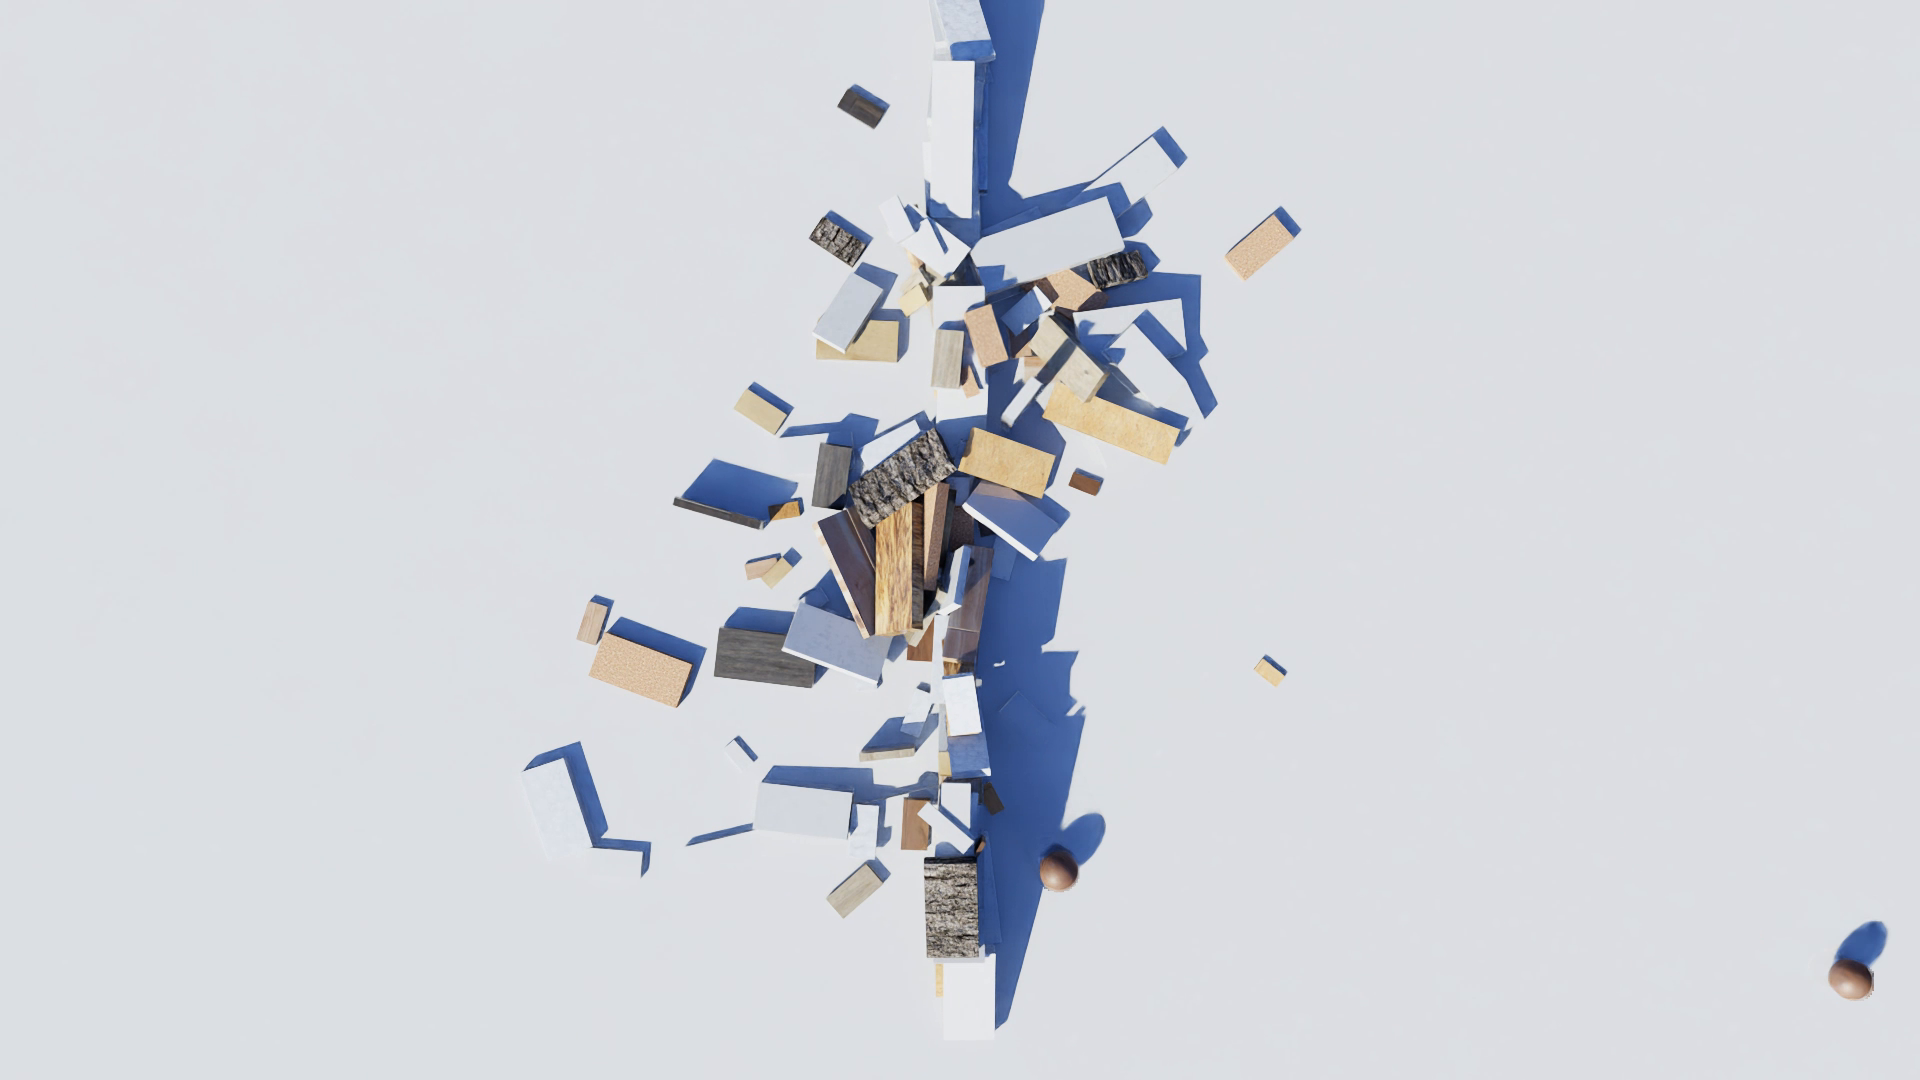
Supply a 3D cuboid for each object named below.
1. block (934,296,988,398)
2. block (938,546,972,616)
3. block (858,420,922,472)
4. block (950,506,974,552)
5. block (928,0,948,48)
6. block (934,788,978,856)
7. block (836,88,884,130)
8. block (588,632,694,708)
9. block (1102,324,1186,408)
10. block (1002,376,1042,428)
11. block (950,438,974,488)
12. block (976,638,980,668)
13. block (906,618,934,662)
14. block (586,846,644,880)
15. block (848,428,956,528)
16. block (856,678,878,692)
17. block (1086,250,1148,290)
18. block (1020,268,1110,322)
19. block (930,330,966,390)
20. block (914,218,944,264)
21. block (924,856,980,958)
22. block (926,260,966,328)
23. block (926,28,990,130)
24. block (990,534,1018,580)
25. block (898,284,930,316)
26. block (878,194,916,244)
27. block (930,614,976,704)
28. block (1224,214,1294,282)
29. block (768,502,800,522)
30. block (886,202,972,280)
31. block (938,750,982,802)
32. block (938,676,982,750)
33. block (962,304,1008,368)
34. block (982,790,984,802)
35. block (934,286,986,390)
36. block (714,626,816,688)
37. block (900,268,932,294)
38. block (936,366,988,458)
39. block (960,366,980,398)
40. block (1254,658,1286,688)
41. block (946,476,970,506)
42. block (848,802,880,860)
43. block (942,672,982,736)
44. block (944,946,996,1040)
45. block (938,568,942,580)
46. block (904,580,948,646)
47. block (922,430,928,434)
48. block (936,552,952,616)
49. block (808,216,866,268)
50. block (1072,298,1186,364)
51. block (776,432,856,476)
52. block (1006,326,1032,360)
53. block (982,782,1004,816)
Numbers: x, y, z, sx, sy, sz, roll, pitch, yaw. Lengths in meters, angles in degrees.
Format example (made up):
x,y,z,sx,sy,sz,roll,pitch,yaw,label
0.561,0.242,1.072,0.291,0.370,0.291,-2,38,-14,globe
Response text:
x,y,z,sx,sy,sz,roll,pitch,yaw,label
0.001,-0.635,5.425,0.165,0.047,0.330,2,108,0,block
-0.019,0.132,5.358,0.030,0.105,0.211,24,59,-24,block
-0.221,-0.302,5.485,0.214,0.030,0.107,-27,90,0,block
0.006,-0.035,5.471,0.078,0.022,0.156,-2,104,0,block
-0.034,-1.763,5.445,0.136,0.039,0.273,-9,76,-2,block
-0.012,0.917,5.223,0.123,0.035,0.247,4,91,0,block
-0.330,-1.434,5.490,0.142,0.020,0.071,31,90,0,block
-1.059,0.431,5.478,0.309,0.044,0.154,20,90,0,block
0.605,-0.571,5.405,0.129,0.037,0.258,-45,102,0,block
0.198,-0.446,5.352,0.042,0.296,0.148,37,90,0,block
0.019,-0.251,5.452,0.078,0.022,0.156,14,114,-5,block
-0.011,0.373,5.437,0.143,0.040,0.285,5,72,1,block
-0.127,0.311,5.487,0.091,0.026,0.183,3,90,0,block
-1.149,1.074,5.487,0.182,0.026,0.091,5,90,0,block
-0.190,-0.201,5.389,0.351,0.050,0.176,-34,46,11,block
-0.317,0.435,5.491,0.067,0.019,0.134,-7,90,0,block
0.522,-0.893,5.452,0.185,0.026,0.092,-15,76,-16,block
0.347,-0.820,5.451,0.268,0.038,0.134,34,90,0,block
-0.038,-0.581,5.298,0.092,0.026,0.184,6,94,10,block
-0.105,-0.967,5.333,0.064,0.018,0.128,-25,94,9,block
-0.026,1.163,5.222,0.167,0.047,0.333,-1,107,2,block
-0.044,-0.835,5.442,0.125,0.035,0.250,-6,109,-1,block
-0.005,-1.527,5.430,0.175,0.049,0.349,5,75,1,block
0.146,0.048,5.489,0.081,0.023,0.161,16,90,0,block
-0.152,-0.792,5.446,0.018,0.128,0.064,-27,90,-41,block
-0.203,-1.036,5.331,0.071,0.020,0.142,-29,77,17,block
-0.018,0.391,5.363,0.143,0.040,0.285,3,85,0,block
0.993,-0.970,5.485,0.214,0.030,0.107,-41,90,0,block
-0.585,-0.096,5.493,0.101,0.014,0.050,-9,90,0,block
-0.101,-0.971,5.359,0.250,0.035,0.125,37,100,0,block
0.003,0.822,5.340,0.139,0.039,0.278,-1,91,0,block
0.000,0.589,5.437,0.139,0.039,0.278,1,71,0,block
0.082,-0.654,5.301,0.092,0.026,0.185,-20,97,-8,block
0.004,0.752,5.424,0.139,0.039,0.278,-1,71,0,block
-0.003,-0.653,5.337,0.165,0.047,0.330,0,94,0,block
-0.642,0.389,5.469,0.329,0.047,0.164,7,94,1,block
-0.146,-0.840,5.443,0.018,0.128,0.064,-30,86,-39,block
0.007,-0.439,5.432,0.165,0.047,0.330,2,106,0,block
0.027,-0.508,5.318,0.048,0.014,0.095,-21,94,1,block
1.030,0.443,5.493,0.095,0.014,0.048,39,90,0,block
-0.010,-0.135,5.468,0.078,0.022,0.156,1,106,0,block
-0.319,0.964,5.462,0.089,0.025,0.177,4,90,0,block
0.006,0.522,5.246,0.099,0.028,0.199,-8,110,1,block
0.030,1.489,5.419,0.168,0.048,0.336,0,110,0,block
-0.105,0.109,5.461,0.099,0.014,0.050,11,90,43,block
-0.117,0.234,5.394,0.030,0.105,0.211,24,107,-24,block
-0.106,-0.314,5.463,0.048,0.014,0.095,4,84,-10,block
-0.003,0.185,5.445,0.143,0.040,0.285,4,76,0,block
-0.407,-0.991,5.488,0.173,0.024,0.086,34,90,0,block
0.560,-0.683,5.432,0.356,0.050,0.178,-9,98,-10,block
-0.478,-0.287,5.482,0.247,0.035,0.124,-6,90,0,block
0.194,-0.678,5.490,0.071,0.020,0.142,-7,90,0,block
0.103,0.862,5.493,0.050,0.014,0.101,-29,90,0,block
